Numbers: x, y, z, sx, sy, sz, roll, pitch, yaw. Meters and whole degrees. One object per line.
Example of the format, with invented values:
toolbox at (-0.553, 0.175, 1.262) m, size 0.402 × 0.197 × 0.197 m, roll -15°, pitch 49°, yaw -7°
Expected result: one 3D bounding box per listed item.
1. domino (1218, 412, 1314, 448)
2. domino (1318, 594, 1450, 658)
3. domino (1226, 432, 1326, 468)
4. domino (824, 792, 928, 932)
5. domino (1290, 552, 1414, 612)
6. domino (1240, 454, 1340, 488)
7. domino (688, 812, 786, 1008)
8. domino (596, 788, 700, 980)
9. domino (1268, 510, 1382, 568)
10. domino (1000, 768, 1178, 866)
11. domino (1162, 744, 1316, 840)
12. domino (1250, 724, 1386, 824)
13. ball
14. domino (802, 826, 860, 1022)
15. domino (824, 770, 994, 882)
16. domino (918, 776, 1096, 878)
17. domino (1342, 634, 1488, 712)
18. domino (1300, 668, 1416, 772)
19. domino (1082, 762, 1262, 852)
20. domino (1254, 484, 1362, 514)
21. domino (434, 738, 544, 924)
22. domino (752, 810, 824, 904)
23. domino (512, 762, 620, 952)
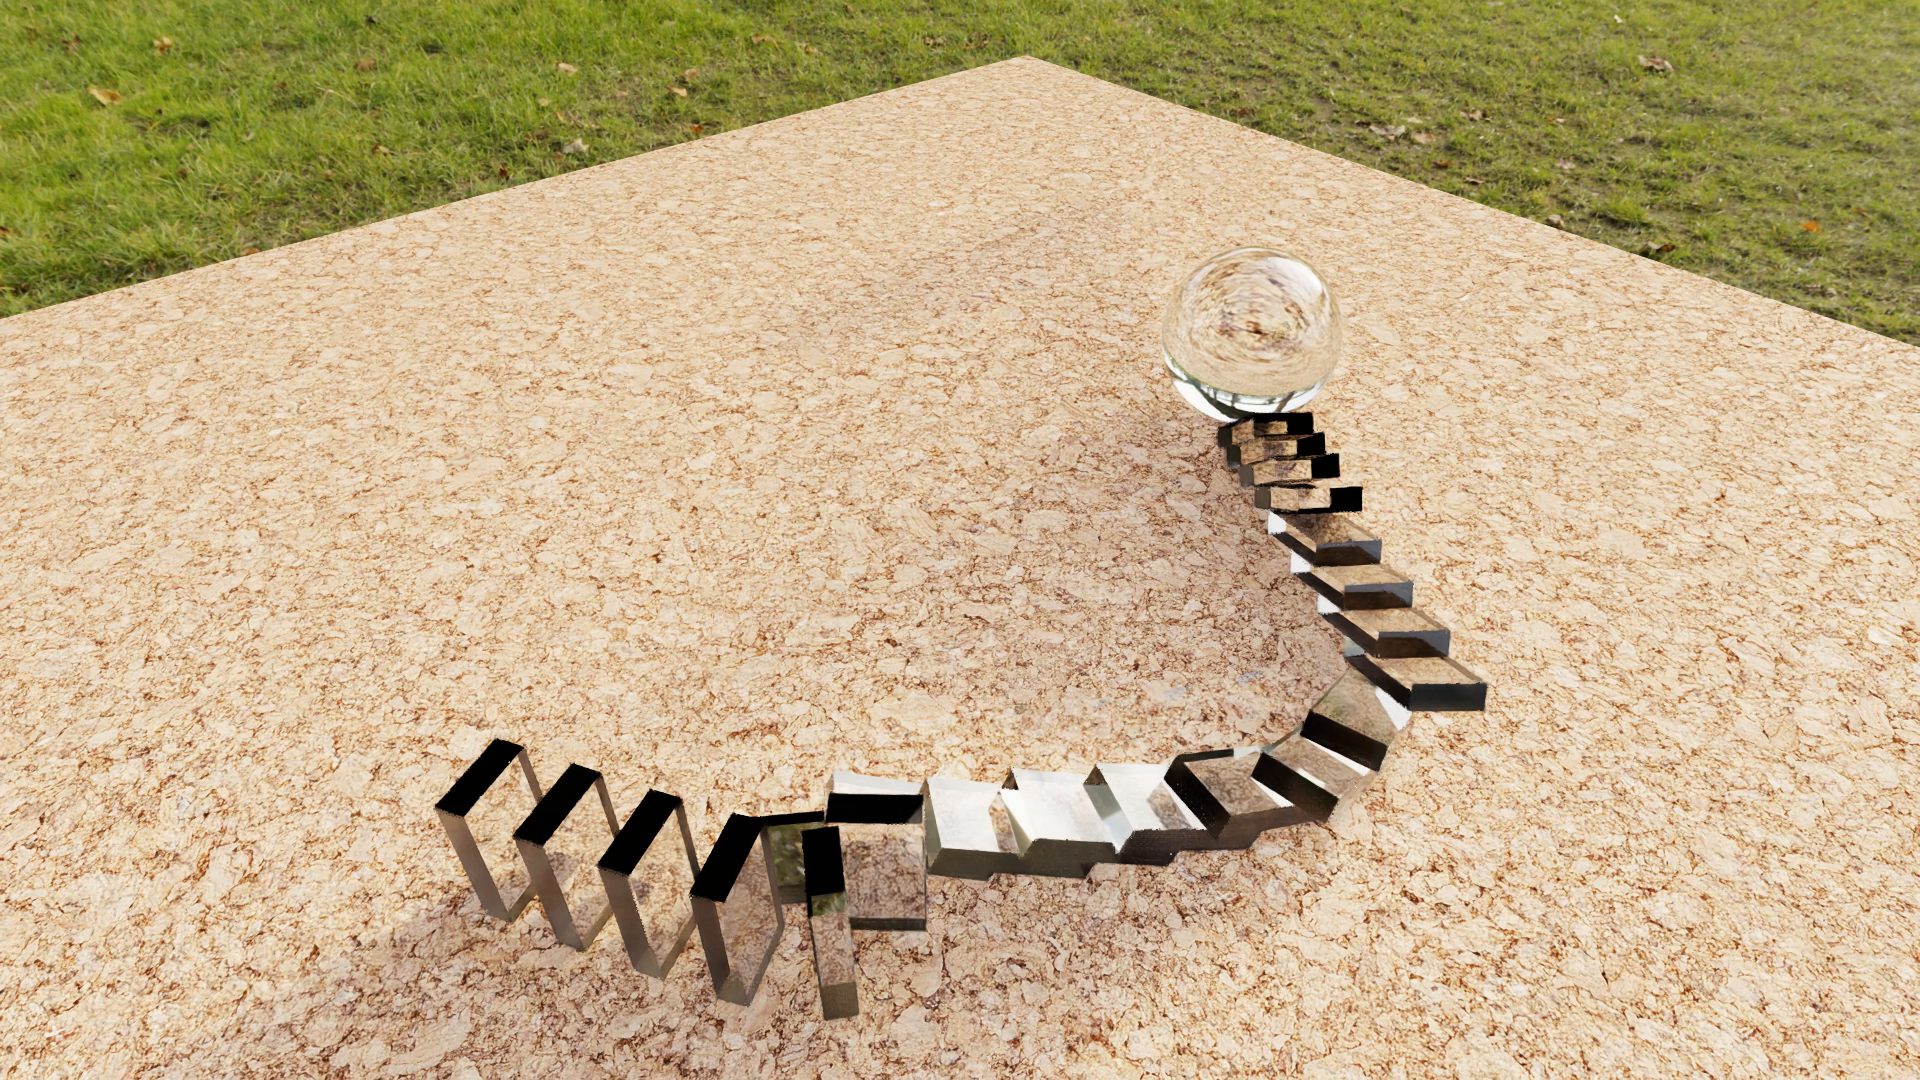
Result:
domino at (0.132, -0.047, 0.477) m, size 0.025 × 0.010 × 0.050 m, roll -3°, pitch 0°, yaw -3°
domino at (0.150, 0.029, 0.392) m, size 0.025 × 0.010 × 0.050 m, roll -1°, pitch 14°, yaw -4°
domino at (0.133, -0.038, 0.466) m, size 0.025 × 0.009 × 0.050 m, roll -3°, pitch 0°, yaw -3°
domino at (-0.022, 0.089, 0.302) m, size 0.025 × 0.050 × 0.010 m, roll 1°, pitch 39°, yaw 1°
domino at (0.145, 0.014, 0.411) m, size 0.025 × 0.010 × 0.050 m, roll -3°, pitch 14°, yaw -4°
domino at (0.135, -0.028, 0.454) m, size 0.025 × 0.010 × 0.050 m, roll -3°, pitch 0°, yaw -2°
domino at (-0.058, 0.098, 0.291) m, size 0.010 × 0.050 × 0.025 m, roll 10°, pitch 40°, yaw 12°
domino at (-0.082, 0.094, 0.297) m, size 0.009 × 0.050 × 0.025 m, roll 13°, pitch 41°, yaw 15°
domino at (0.142, -0.002, 0.430) m, size 0.025 × 0.009 × 0.050 m, roll -3°, pitch 16°, yaw -4°
domino at (0.039, 0.083, 0.328) m, size 0.050 × 0.009 × 0.025 m, roll 10°, pitch 35°, yaw -23°
domino at (0.089, 0.076, 0.335) m, size 0.050 × 0.010 × 0.025 m, roll 3°, pitch 32°, yaw -37°
domino at (0.113, 0.070, 0.343) m, size 0.025 × 0.010 × 0.050 m, roll 31°, pitch 25°, yaw 31°
ball at (0.132, -0.093, 0.501) m, size 0.080 × 0.080 × 0.080 m, roll 0°, pitch 39°, yaw 0°
domino at (-0.034, 0.101, 0.288) m, size 0.009 × 0.050 × 0.025 m, roll -6°, pitch 40°, yaw -8°
domino at (-0.014, 0.085, 0.325) m, size 0.050 × 0.010 × 0.025 m, roll 13°, pitch 36°, yaw -19°
domino at (0.014, 0.085, 0.325) m, size 0.050 × 0.009 × 0.025 m, roll 11°, pitch 35°, yaw -22°
domino at (0.153, 0.044, 0.373) m, size 0.025 × 0.009 × 0.050 m, roll 1°, pitch 14°, yaw -5°
domino at (0.131, 0.058, 0.358) m, size 0.025 × 0.009 × 0.050 m, roll 25°, pitch 22°, yaw 27°
domino at (0.064, 0.080, 0.330) m, size 0.050 × 0.010 × 0.025 m, roll 8°, pitch 33°, yaw -29°
domino at (0.139, -0.017, 0.443) m, size 0.025 × 0.009 × 0.050 m, roll -3°, pitch 5°, yaw -3°
domino at (-0.129, 0.083, 0.311) m, size 0.010 × 0.050 × 0.025 m, roll 13°, pitch 41°, yaw 15°
domino at (-0.040, 0.094, 0.329) m, size 0.050 × 0.009 × 0.025 m, roll -4°, pitch 39°, yaw -5°
domino at (-0.105, 0.088, 0.304) m, size 0.010 × 0.050 × 0.025 m, roll 13°, pitch 41°, yaw 16°
